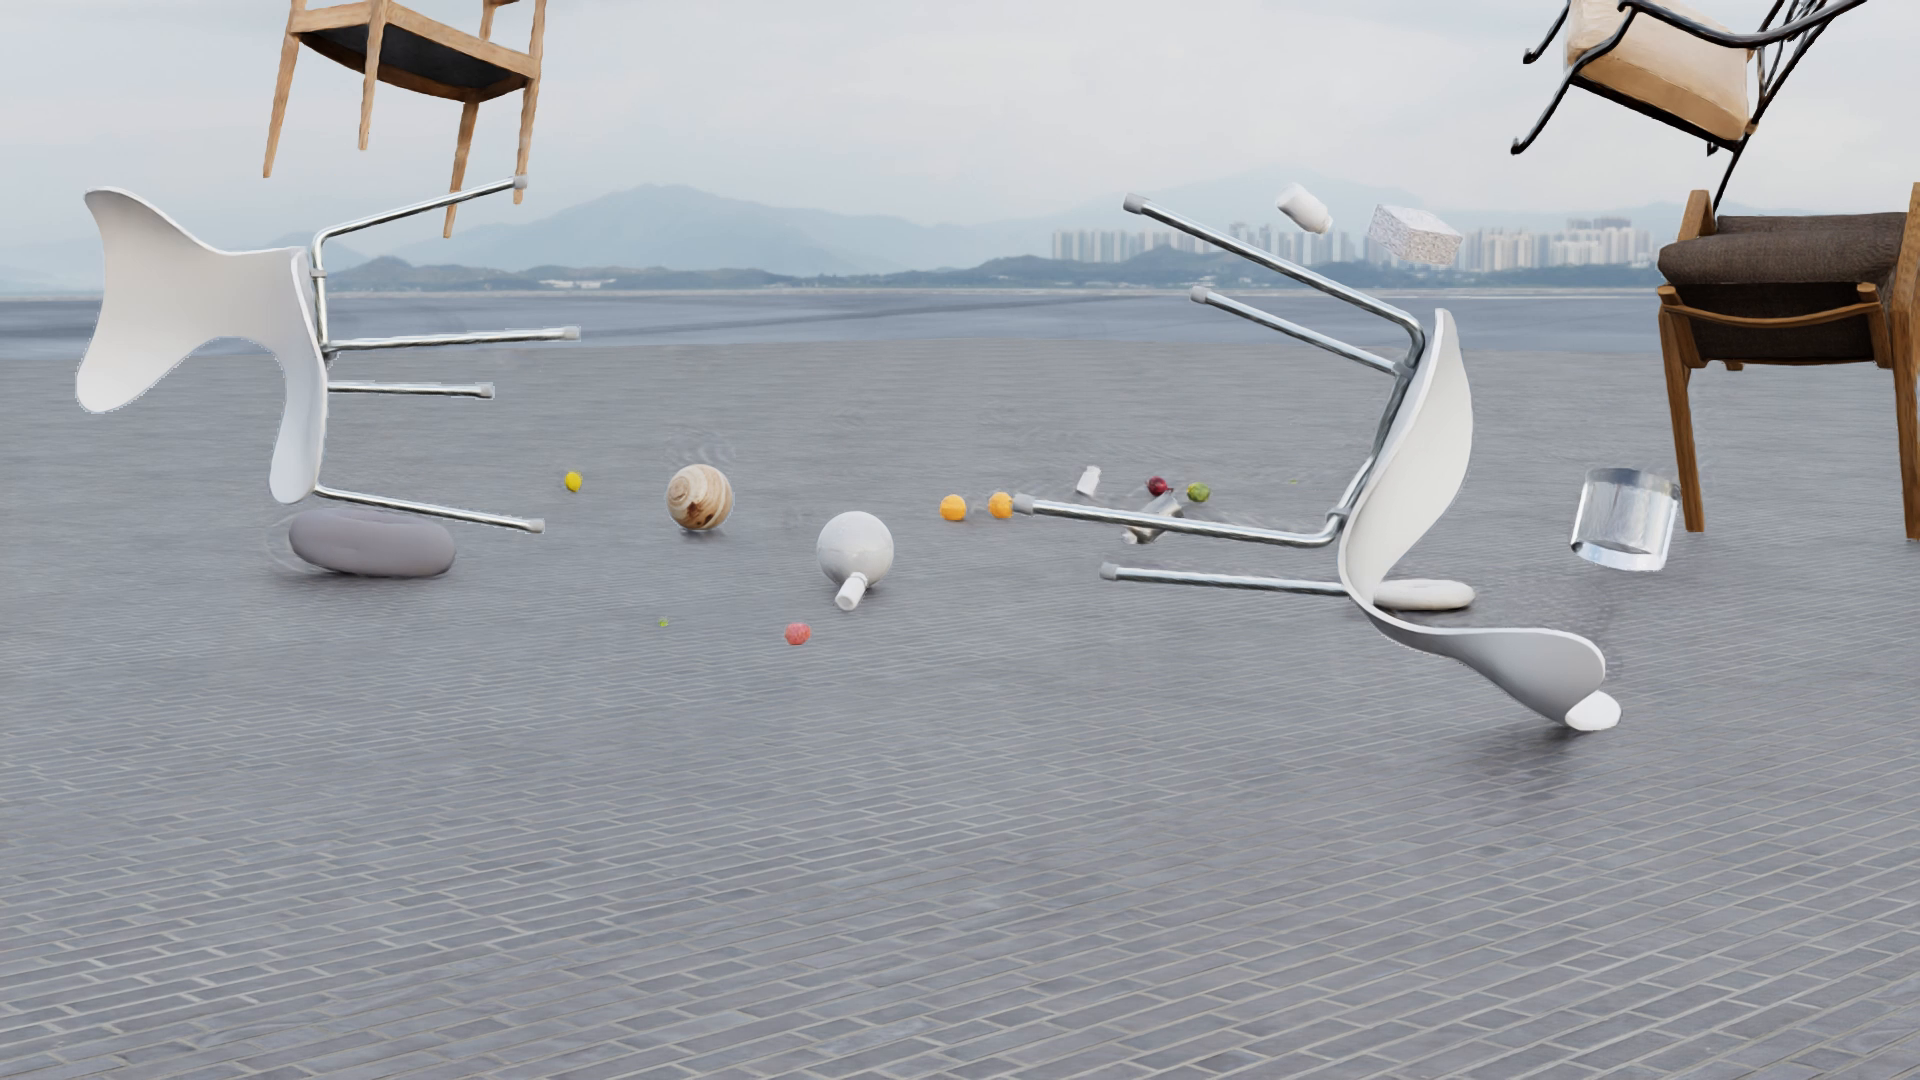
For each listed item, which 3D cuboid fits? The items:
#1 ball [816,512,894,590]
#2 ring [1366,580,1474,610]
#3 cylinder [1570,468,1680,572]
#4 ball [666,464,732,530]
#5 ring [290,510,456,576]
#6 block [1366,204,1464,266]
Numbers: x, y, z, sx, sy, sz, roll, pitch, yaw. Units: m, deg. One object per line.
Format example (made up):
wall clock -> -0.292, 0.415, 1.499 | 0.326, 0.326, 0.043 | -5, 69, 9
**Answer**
ball -> -0.221, 0.021, 5.404 | 0.164, 0.164, 0.164 | 0, 6, 0
ring -> 0.920, 0.109, 5.127 | 0.211, 0.046, 0.230 | -2, 5, -3
cylinder -> 1.476, -0.045, 5.692 | 0.208, 0.171, 0.193 | 10, -15, 22
ball -> -0.676, -0.111, 6.649 | 0.172, 0.172, 0.172 | 0, 6, 0
ring -> -1.304, 0.008, 5.694 | 0.388, 0.117, 0.226 | 8, 8, 12
block -> 1.286, -0.862, 7.253 | 0.187, 0.093, 0.175 | 4, 28, -30
